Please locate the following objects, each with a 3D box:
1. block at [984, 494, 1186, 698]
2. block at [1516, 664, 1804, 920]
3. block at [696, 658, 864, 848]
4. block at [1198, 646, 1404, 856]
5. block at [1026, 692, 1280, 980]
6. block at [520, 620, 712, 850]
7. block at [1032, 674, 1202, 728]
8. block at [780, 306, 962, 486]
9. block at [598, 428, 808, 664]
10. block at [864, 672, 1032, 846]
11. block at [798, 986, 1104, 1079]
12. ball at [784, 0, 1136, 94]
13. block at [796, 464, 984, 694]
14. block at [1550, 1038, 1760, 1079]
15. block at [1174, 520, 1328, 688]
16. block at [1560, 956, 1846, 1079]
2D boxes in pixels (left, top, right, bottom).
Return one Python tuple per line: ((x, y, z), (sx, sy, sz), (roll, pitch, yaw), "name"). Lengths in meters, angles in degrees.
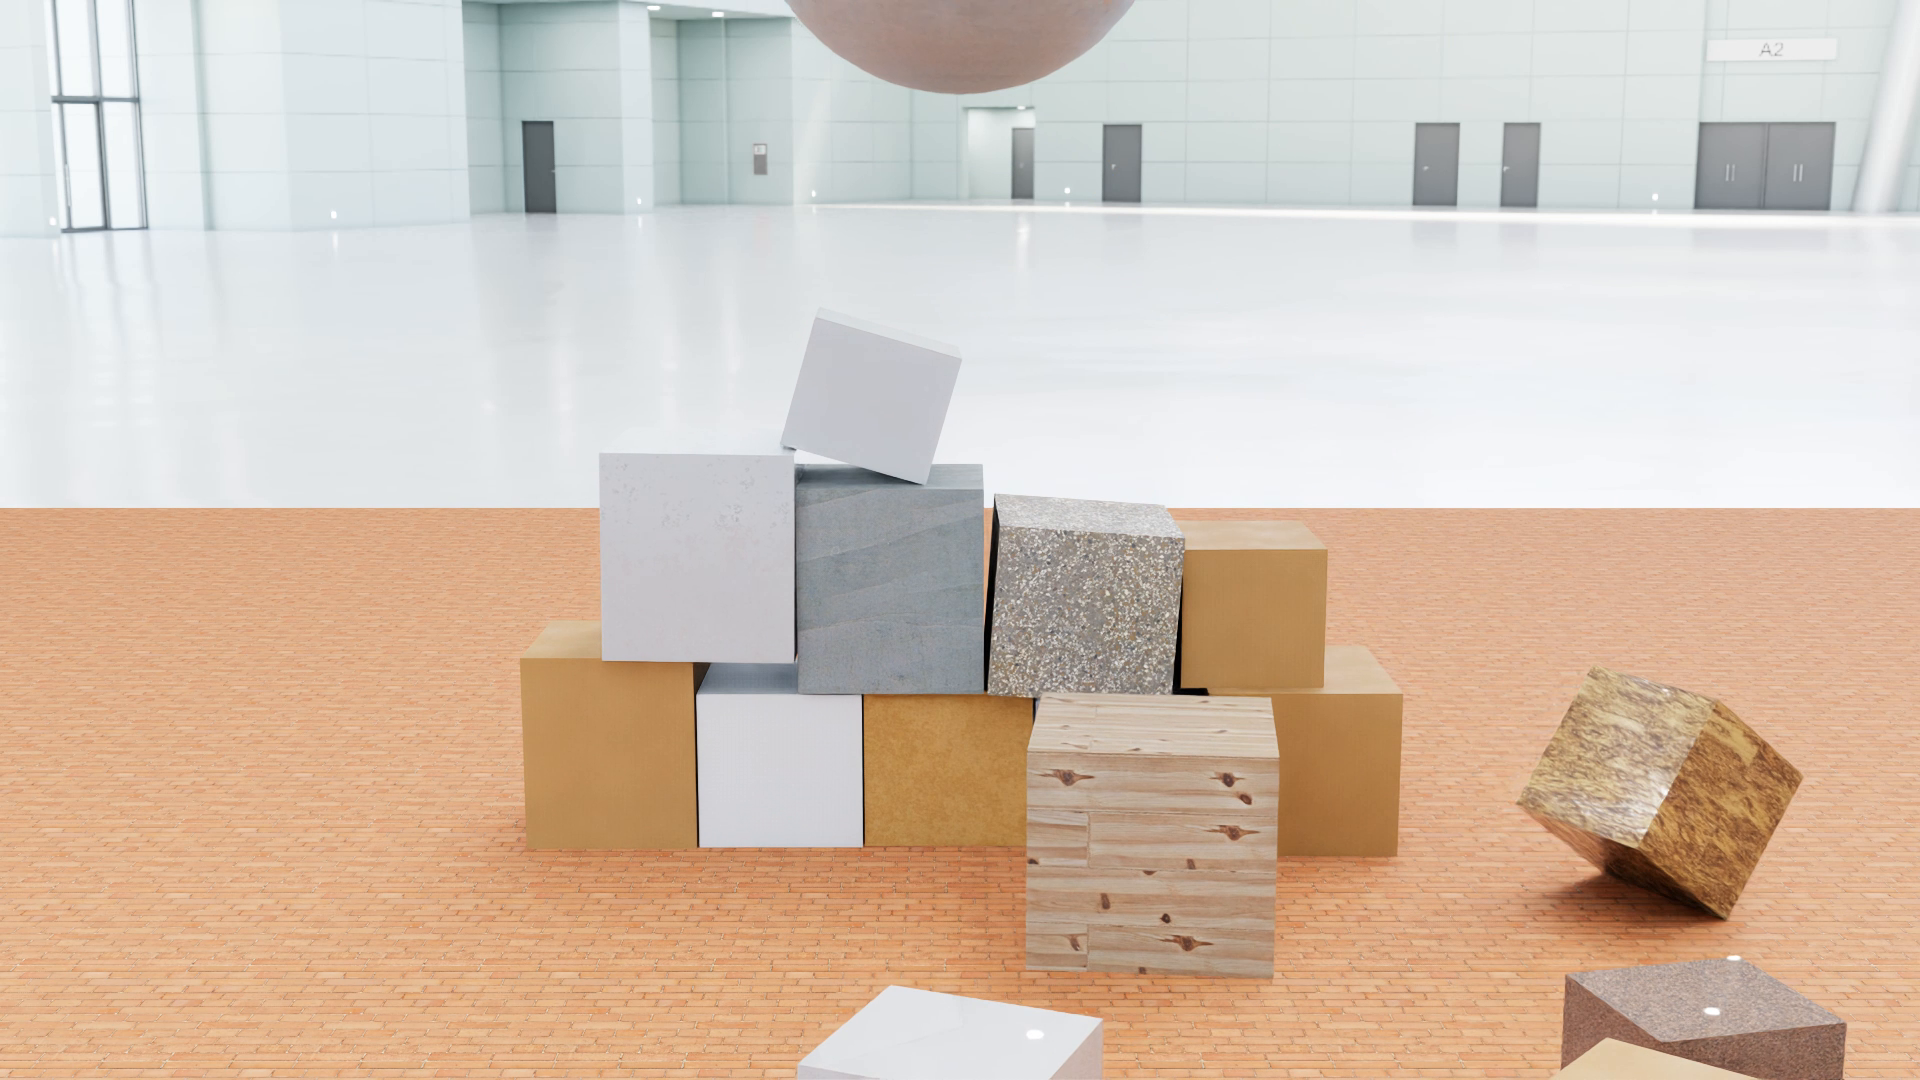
((0.608, 0.287, 11.218), (0.903, 0.845, 0.994), (4, 10, -1), "block")
((3.244, 1.163, 10.215), (0.740, 0.768, 0.757), (36, -9, -30), "block")
((-0.899, 1.088, 11.372), (0.820, 0.791, 0.772), (0, 10, 0), "block")
((1.698, 1.068, 11.373), (0.952, 0.830, 1.044), (0, 10, 0), "block")
((0.857, 1.285, 9.783), (1.053, 0.972, 1.008), (1, 10, 6), "block")
((-1.747, 0.990, 11.374), (0.855, 0.983, 0.866), (0, 10, 0), "block")
((0.794, 1.105, 11.369), (0.839, 0.758, 0.764), (0, 10, 0), "block")
((-0.446, -0.734, 11.059), (0.744, 0.648, 0.659), (16, 9, -5), "block")
((-1.276, 0.006, 11.164), (0.941, 1.029, 0.966), (1, 10, 0), "block")
((-0.058, 1.077, 11.394), (0.842, 0.805, 0.771), (0, 10, 0), "block")
((-0.018, 1.925, 6.935), (0.747, 0.732, 0.691), (4, 11, 22), "block")
((0.000, -2.467, 8.157), (1.600, 1.600, 1.600), (0, 10, 0), "ball")
((-0.341, 0.180, 11.214), (0.918, 1.024, 0.865), (0, 10, 0), "block")
((2.067, 2.010, 6.513), (0.682, 0.715, 0.725), (9, 13, 39), "block")
((1.445, 0.316, 11.235), (0.709, 0.698, 0.820), (0, 10, 0), "block")
((2.496, 1.864, 7.453), (0.677, 0.665, 0.609), (-3, 11, -14), "block")
